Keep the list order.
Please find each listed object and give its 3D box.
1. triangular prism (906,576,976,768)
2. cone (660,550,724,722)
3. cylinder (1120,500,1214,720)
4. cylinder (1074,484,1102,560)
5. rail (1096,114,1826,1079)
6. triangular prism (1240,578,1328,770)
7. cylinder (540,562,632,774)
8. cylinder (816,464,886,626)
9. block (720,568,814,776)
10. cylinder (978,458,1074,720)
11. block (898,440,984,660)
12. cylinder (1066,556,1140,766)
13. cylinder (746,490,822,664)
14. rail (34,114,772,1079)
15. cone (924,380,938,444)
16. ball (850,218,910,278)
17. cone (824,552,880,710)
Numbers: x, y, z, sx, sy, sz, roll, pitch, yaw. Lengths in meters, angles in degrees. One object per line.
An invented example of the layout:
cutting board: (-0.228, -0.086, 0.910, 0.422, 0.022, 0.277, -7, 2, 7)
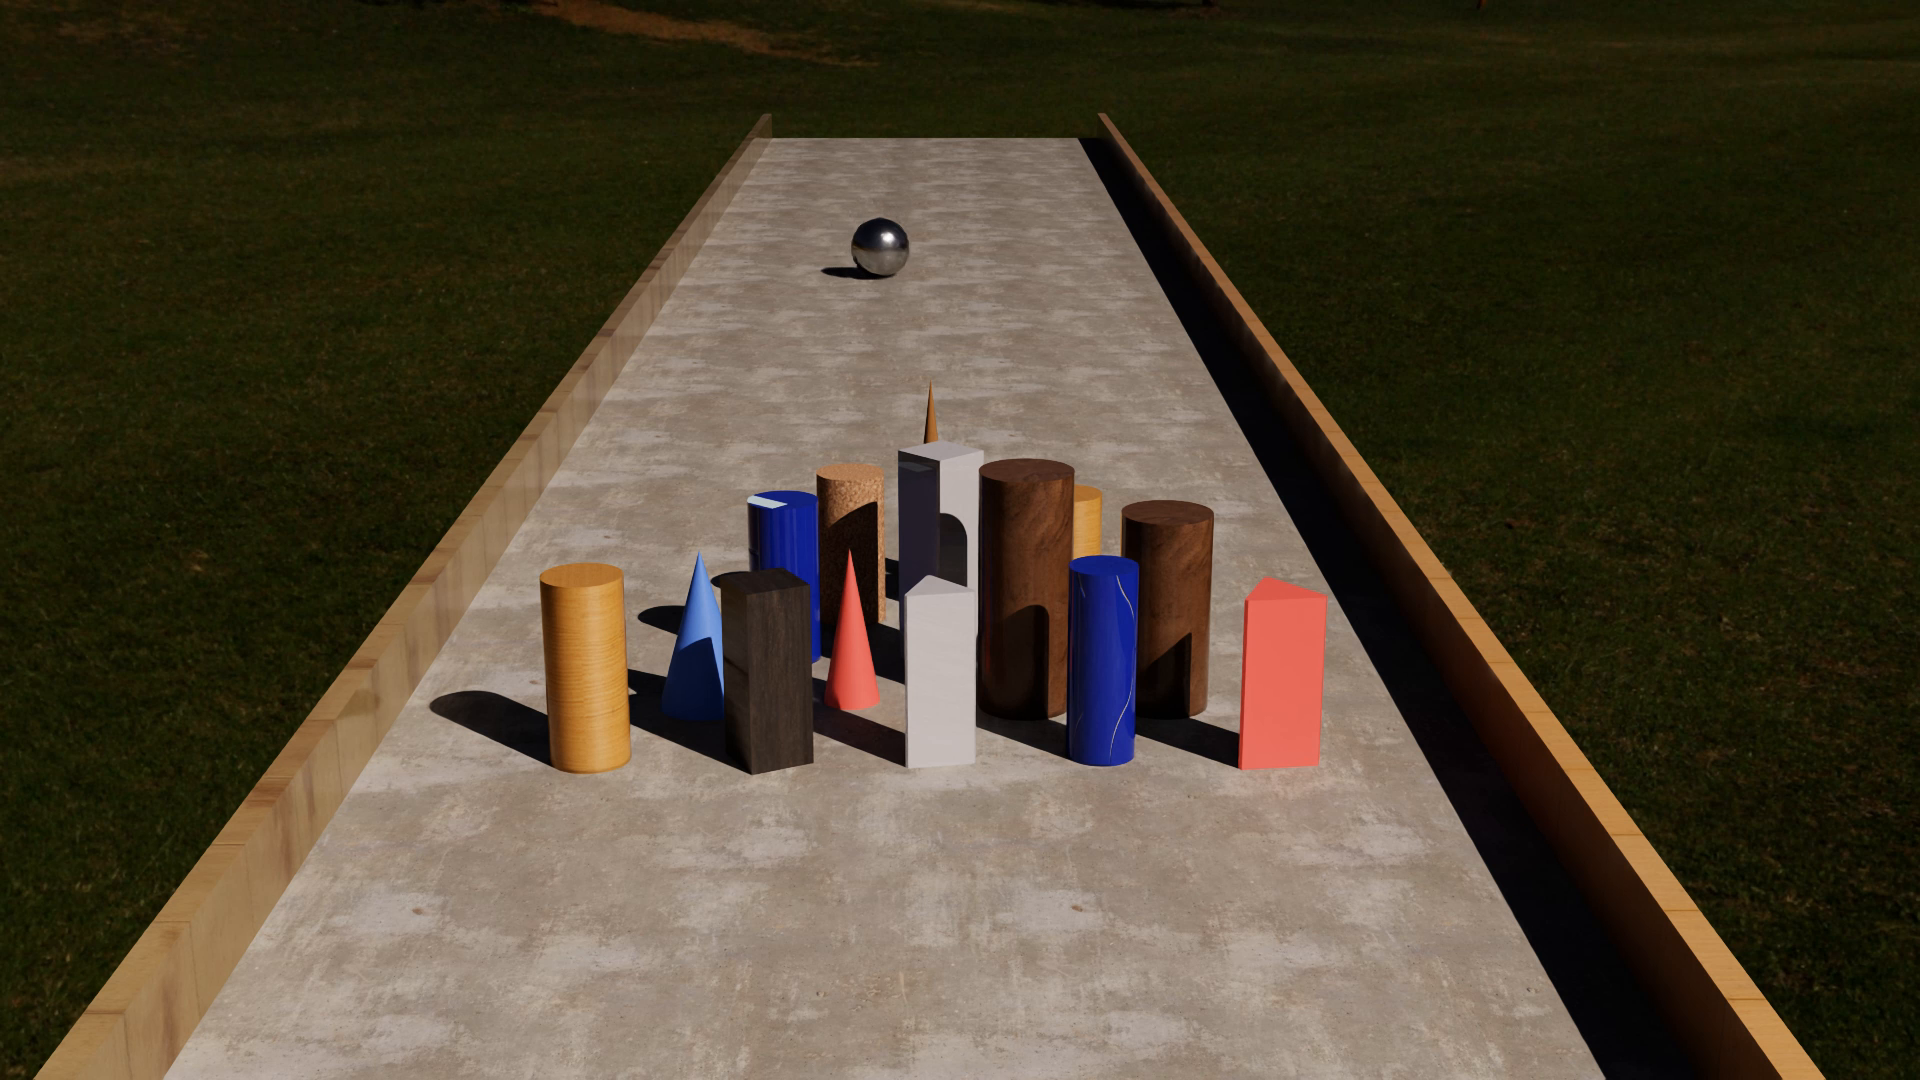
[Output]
triangular prism: (-0.044, 0.230, 3.892, 0.124, 0.319, 0.107, -3, 17, -11)
cone: (-0.485, 0.165, 4.131, 0.171, 0.307, 0.171, 0, 17, 0)
cylinder: (0.385, 0.130, 4.128, 0.172, 0.378, 0.172, 0, 17, 0)
cylinder: (0.216, 0.067, 4.414, 0.134, 0.335, 0.134, 0, 17, 0)
rail: (0.932, -0.844, 7.801, 0.050, 0.150, 12.000, 0, 17, -1)
triangular prism: (0.554, 0.233, 3.895, 0.144, 0.313, 0.125, -2, 17, -8)
cylinder: (-0.658, 0.225, 3.868, 0.144, 0.343, 0.144, 0, 17, 0)
cylinder: (-0.229, 0.011, 4.632, 0.142, 0.319, 0.142, 0, 17, 0)
block: (-0.340, 0.230, 3.874, 0.119, 0.331, 0.119, -9, 19, -27)
cylinder: (0.123, 0.092, 4.114, 0.178, 0.459, 0.178, 0, 17, 0)
block: (-0.038, 0.030, 4.370, 0.119, 0.430, 0.119, -16, 23, -42)
cylinder: (0.251, 0.214, 3.889, 0.123, 0.353, 0.123, 0, 17, 0)
cylinder: (-0.350, 0.078, 4.386, 0.141, 0.329, 0.141, 0, 17, 0)
rail: (-1.118, -0.838, 7.780, 0.050, 0.150, 12.000, 0, 17, -1)
cone: (-0.064, -0.135, 4.877, 0.103, 0.459, 0.103, 0, 17, 0)
ball: (-0.316, -1.158, 8.711, 0.232, 0.232, 0.232, 0, 17, 0)
cone: (-0.206, 0.160, 4.157, 0.107, 0.303, 0.107, 0, 17, 0)
